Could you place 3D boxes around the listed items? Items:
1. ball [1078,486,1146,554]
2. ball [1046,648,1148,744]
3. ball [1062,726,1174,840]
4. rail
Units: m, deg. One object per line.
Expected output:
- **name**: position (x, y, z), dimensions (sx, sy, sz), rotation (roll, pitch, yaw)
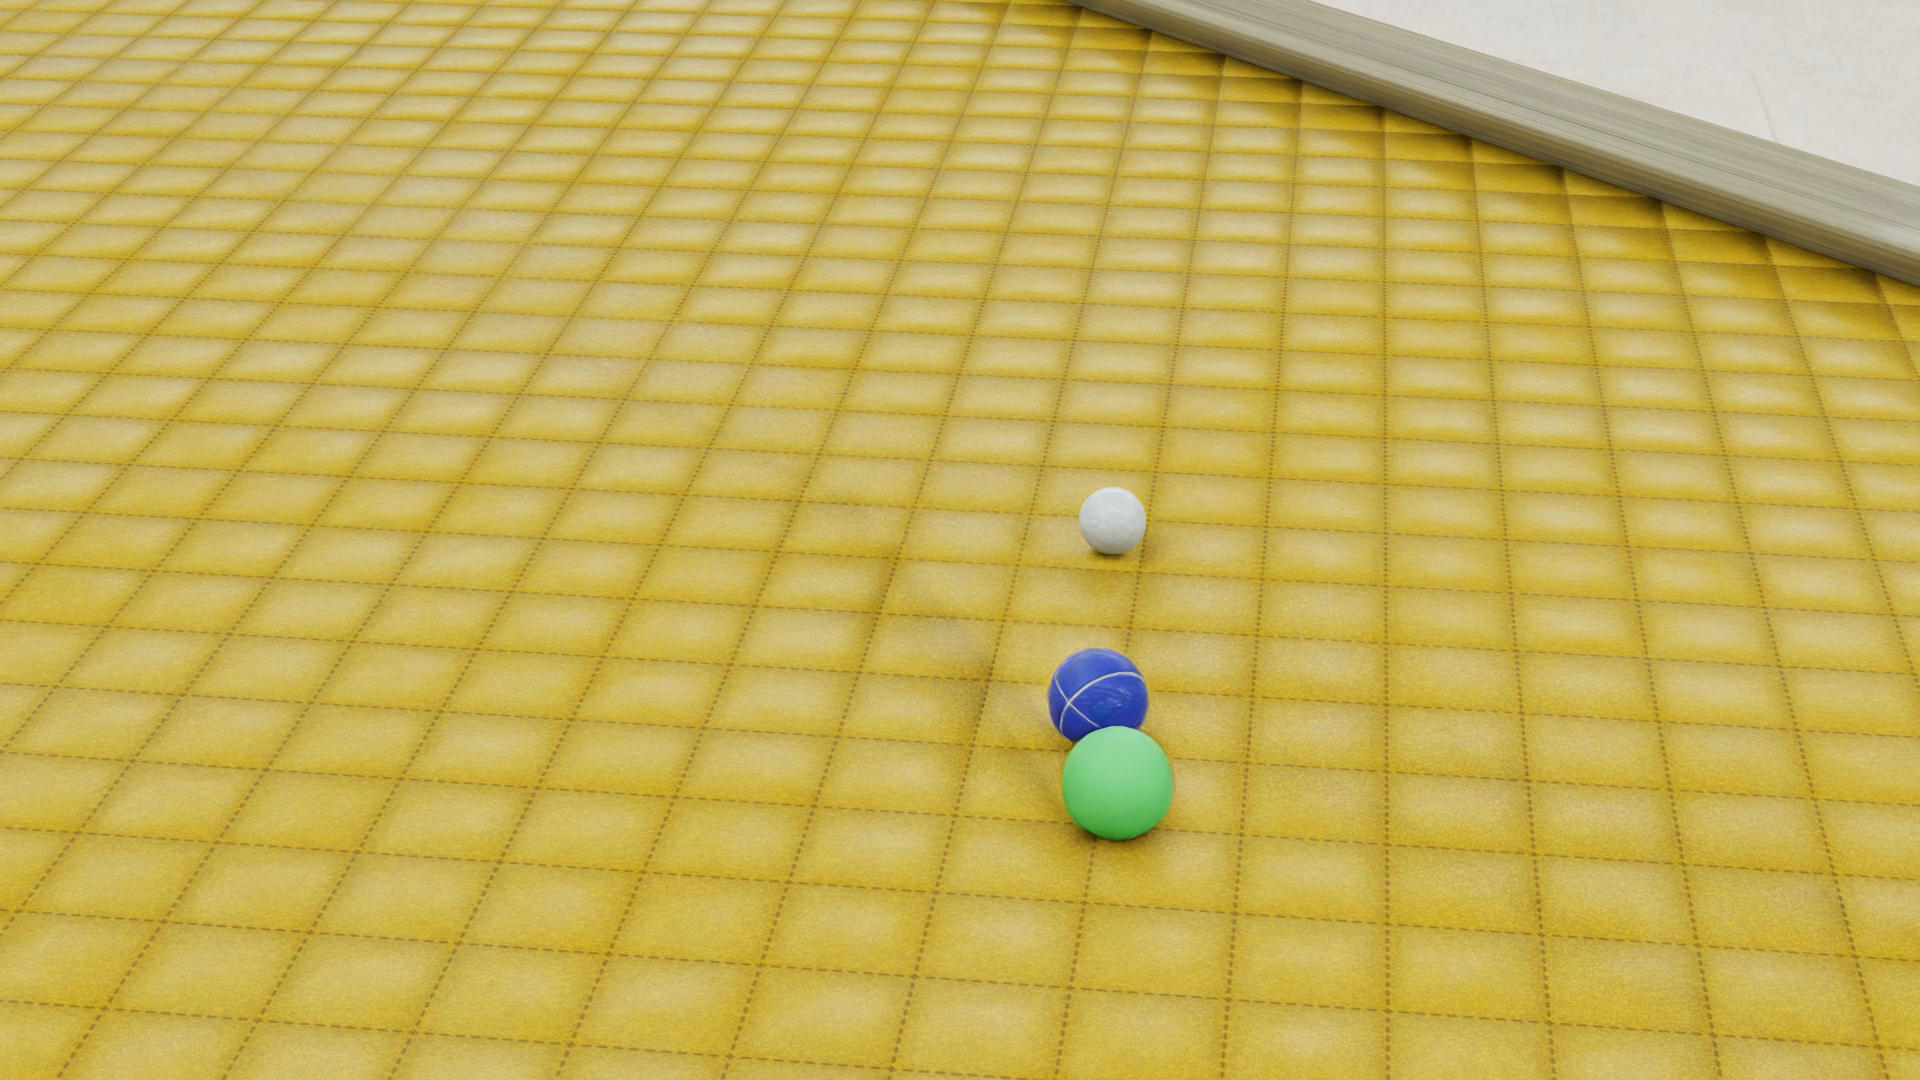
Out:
- **ball**: position (0.111, -0.014, 2.147), dimensions (0.050, 0.050, 0.050), rotation (0, 26, 0)
- **ball**: position (0.089, 0.102, 1.888), dimensions (0.065, 0.065, 0.065), rotation (0, 26, 0)
- **ball**: position (0.096, 0.148, 1.789), dimensions (0.069, 0.069, 0.069), rotation (0, 26, 0)
- **rail**: position (0.173, -0.642, 3.403), dimensions (0.045, 0.089, 4.150), rotation (-19, 31, -33)
